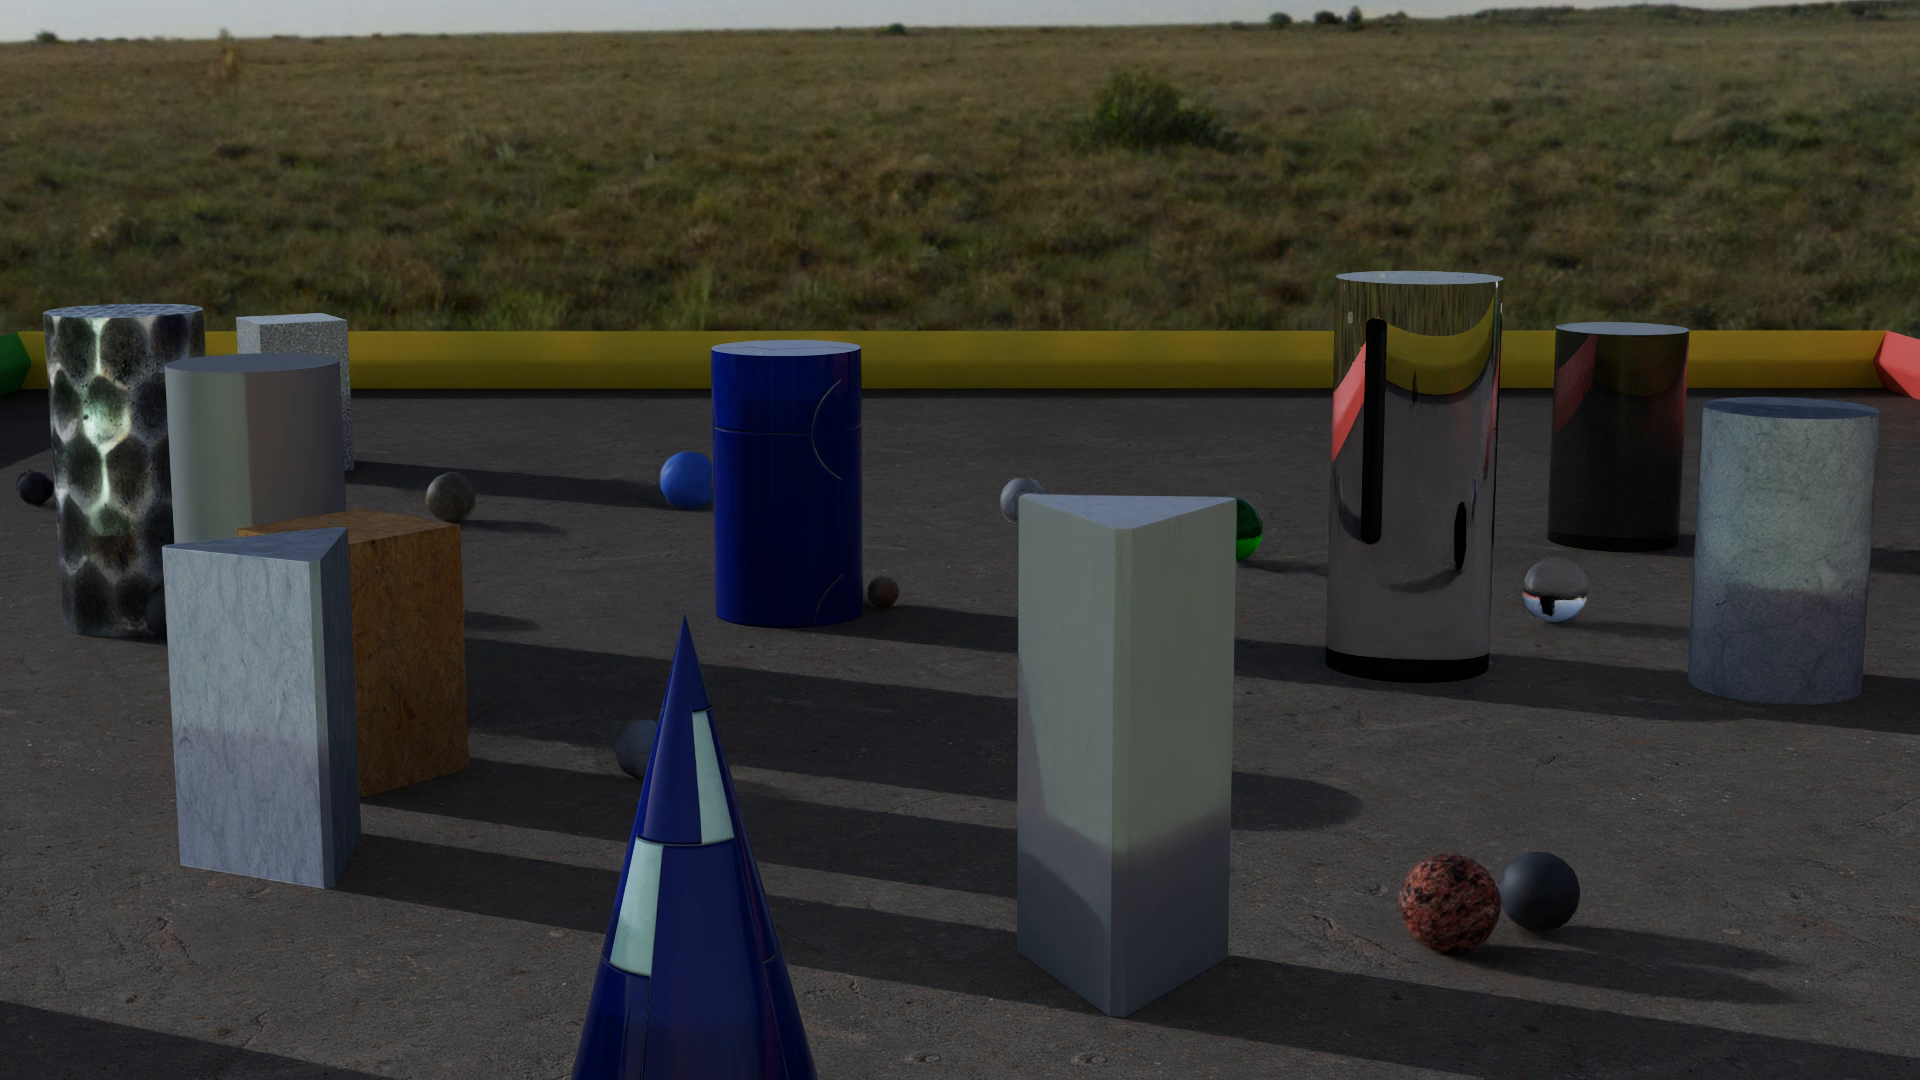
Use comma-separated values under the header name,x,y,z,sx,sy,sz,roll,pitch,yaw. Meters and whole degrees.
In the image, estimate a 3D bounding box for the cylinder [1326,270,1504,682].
name,x,y,z,sx,sy,sz,roll,pitch,yaw
cylinder,0.550,-0.081,3.119,0.199,0.476,0.199,0,10,0

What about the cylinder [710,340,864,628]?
name,x,y,z,sx,sy,sz,roll,pitch,yaw
cylinder,-0.230,-0.079,3.429,0.199,0.358,0.199,0,10,0

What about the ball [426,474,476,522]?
name,x,y,z,sx,sy,sz,roll,pitch,yaw
ball,-0.823,-0.069,4.144,0.079,0.079,0.079,0,10,0

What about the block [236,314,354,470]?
name,x,y,z,sx,sy,sz,roll,pitch,yaw
block,-1.214,-0.268,4.684,0.159,0.273,0.159,-6,12,-29

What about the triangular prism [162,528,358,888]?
name,x,y,z,sx,sy,sz,roll,pitch,yaw
triangular prism,-0.611,0.147,2.376,0.172,0.298,0.149,5,12,25

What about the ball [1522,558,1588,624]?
name,x,y,z,sx,sy,sz,roll,pitch,yaw
ball,0.786,0.067,3.392,0.086,0.086,0.086,0,10,0

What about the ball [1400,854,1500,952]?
name,x,y,z,sx,sy,sz,roll,pitch,yaw
ball,0.407,0.302,2.132,0.082,0.082,0.082,0,10,0

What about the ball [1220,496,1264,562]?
name,x,y,z,sx,sy,sz,roll,pitch,yaw
ball,0.399,-0.016,3.801,0.099,0.099,0.099,0,10,0

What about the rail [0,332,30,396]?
name,x,y,z,sx,sy,sz,roll,pitch,yaw
rail,-2.107,0.035,3.437,0.045,0.129,4.892,0,10,0

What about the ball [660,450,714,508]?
name,x,y,z,sx,sy,sz,roll,pitch,yaw
ball,-0.451,-0.100,4.263,0.096,0.096,0.096,0,10,0

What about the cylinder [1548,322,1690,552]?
name,x,y,z,sx,sy,sz,roll,pitch,yaw
cylinder,1.014,-0.162,3.958,0.199,0.330,0.199,0,10,0

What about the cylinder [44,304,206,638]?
name,x,y,z,sx,sy,sz,roll,pitch,yaw
cylinder,-1.084,-0.095,3.366,0.199,0.413,0.199,0,10,0

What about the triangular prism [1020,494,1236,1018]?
name,x,y,z,sx,sy,sz,roll,pitch,yaw
triangular prism,0.110,0.160,2.064,0.149,0.385,0.172,7,13,34

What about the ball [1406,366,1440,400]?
name,x,y,z,sx,sy,sz,roll,pitch,yaw
ball,1.019,-0.345,5.645,0.075,0.075,0.075,0,10,0

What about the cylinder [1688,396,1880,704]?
name,x,y,z,sx,sy,sz,roll,pitch,yaw
cylinder,0.970,0.009,3.029,0.199,0.332,0.199,0,10,0

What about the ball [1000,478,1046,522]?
name,x,y,z,sx,sy,sz,roll,pitch,yaw
ball,0.102,-0.064,4.130,0.074,0.074,0.074,0,10,0

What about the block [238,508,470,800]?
name,x,y,z,sx,sy,sz,roll,pitch,yaw
block,-0.627,0.114,2.657,0.159,0.260,0.159,8,13,38

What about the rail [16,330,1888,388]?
name,x,y,z,sx,sy,sz,roll,pitch,yaw
rail,-0.014,-0.407,5.831,4.262,0.129,0.045,0,10,0

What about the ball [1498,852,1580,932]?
name,x,y,z,sx,sy,sz,roll,pitch,yaw
ball,0.493,0.299,2.184,0.068,0.068,0.068,0,10,0

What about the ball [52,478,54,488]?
name,x,y,z,sx,sy,sz,roll,pitch,yaw
ball,-1.490,-0.096,4.316,0.069,0.069,0.069,0,10,0

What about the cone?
name,x,y,z,sx,sy,sz,roll,pitch,yaw
cone,-0.175,0.235,1.664,0.199,0.384,0.199,0,10,0

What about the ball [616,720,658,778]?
name,x,y,z,sx,sy,sz,roll,pitch,yaw
ball,-0.326,0.216,2.652,0.061,0.061,0.061,0,10,0

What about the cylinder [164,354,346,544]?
name,x,y,z,sx,sy,sz,roll,pitch,yaw
cylinder,-0.830,-0.020,3.045,0.199,0.383,0.199,0,10,0

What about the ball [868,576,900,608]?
name,x,y,z,sx,sy,sz,roll,pitch,yaw
ball,-0.104,0.070,3.489,0.044,0.044,0.044,0,10,0

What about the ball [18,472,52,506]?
name,x,y,z,sx,sy,sz,roll,pitch,yaw
ball,-1.550,-0.086,4.302,0.055,0.055,0.055,0,10,0

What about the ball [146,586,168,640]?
name,x,y,z,sx,sy,sz,roll,pitch,yaw
ball,-1.004,0.092,3.287,0.074,0.074,0.074,0,10,0

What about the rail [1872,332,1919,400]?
name,x,y,z,sx,sy,sz,roll,pitch,yaw
rail,2.107,0.031,3.461,0.045,0.129,4.892,0,10,0
